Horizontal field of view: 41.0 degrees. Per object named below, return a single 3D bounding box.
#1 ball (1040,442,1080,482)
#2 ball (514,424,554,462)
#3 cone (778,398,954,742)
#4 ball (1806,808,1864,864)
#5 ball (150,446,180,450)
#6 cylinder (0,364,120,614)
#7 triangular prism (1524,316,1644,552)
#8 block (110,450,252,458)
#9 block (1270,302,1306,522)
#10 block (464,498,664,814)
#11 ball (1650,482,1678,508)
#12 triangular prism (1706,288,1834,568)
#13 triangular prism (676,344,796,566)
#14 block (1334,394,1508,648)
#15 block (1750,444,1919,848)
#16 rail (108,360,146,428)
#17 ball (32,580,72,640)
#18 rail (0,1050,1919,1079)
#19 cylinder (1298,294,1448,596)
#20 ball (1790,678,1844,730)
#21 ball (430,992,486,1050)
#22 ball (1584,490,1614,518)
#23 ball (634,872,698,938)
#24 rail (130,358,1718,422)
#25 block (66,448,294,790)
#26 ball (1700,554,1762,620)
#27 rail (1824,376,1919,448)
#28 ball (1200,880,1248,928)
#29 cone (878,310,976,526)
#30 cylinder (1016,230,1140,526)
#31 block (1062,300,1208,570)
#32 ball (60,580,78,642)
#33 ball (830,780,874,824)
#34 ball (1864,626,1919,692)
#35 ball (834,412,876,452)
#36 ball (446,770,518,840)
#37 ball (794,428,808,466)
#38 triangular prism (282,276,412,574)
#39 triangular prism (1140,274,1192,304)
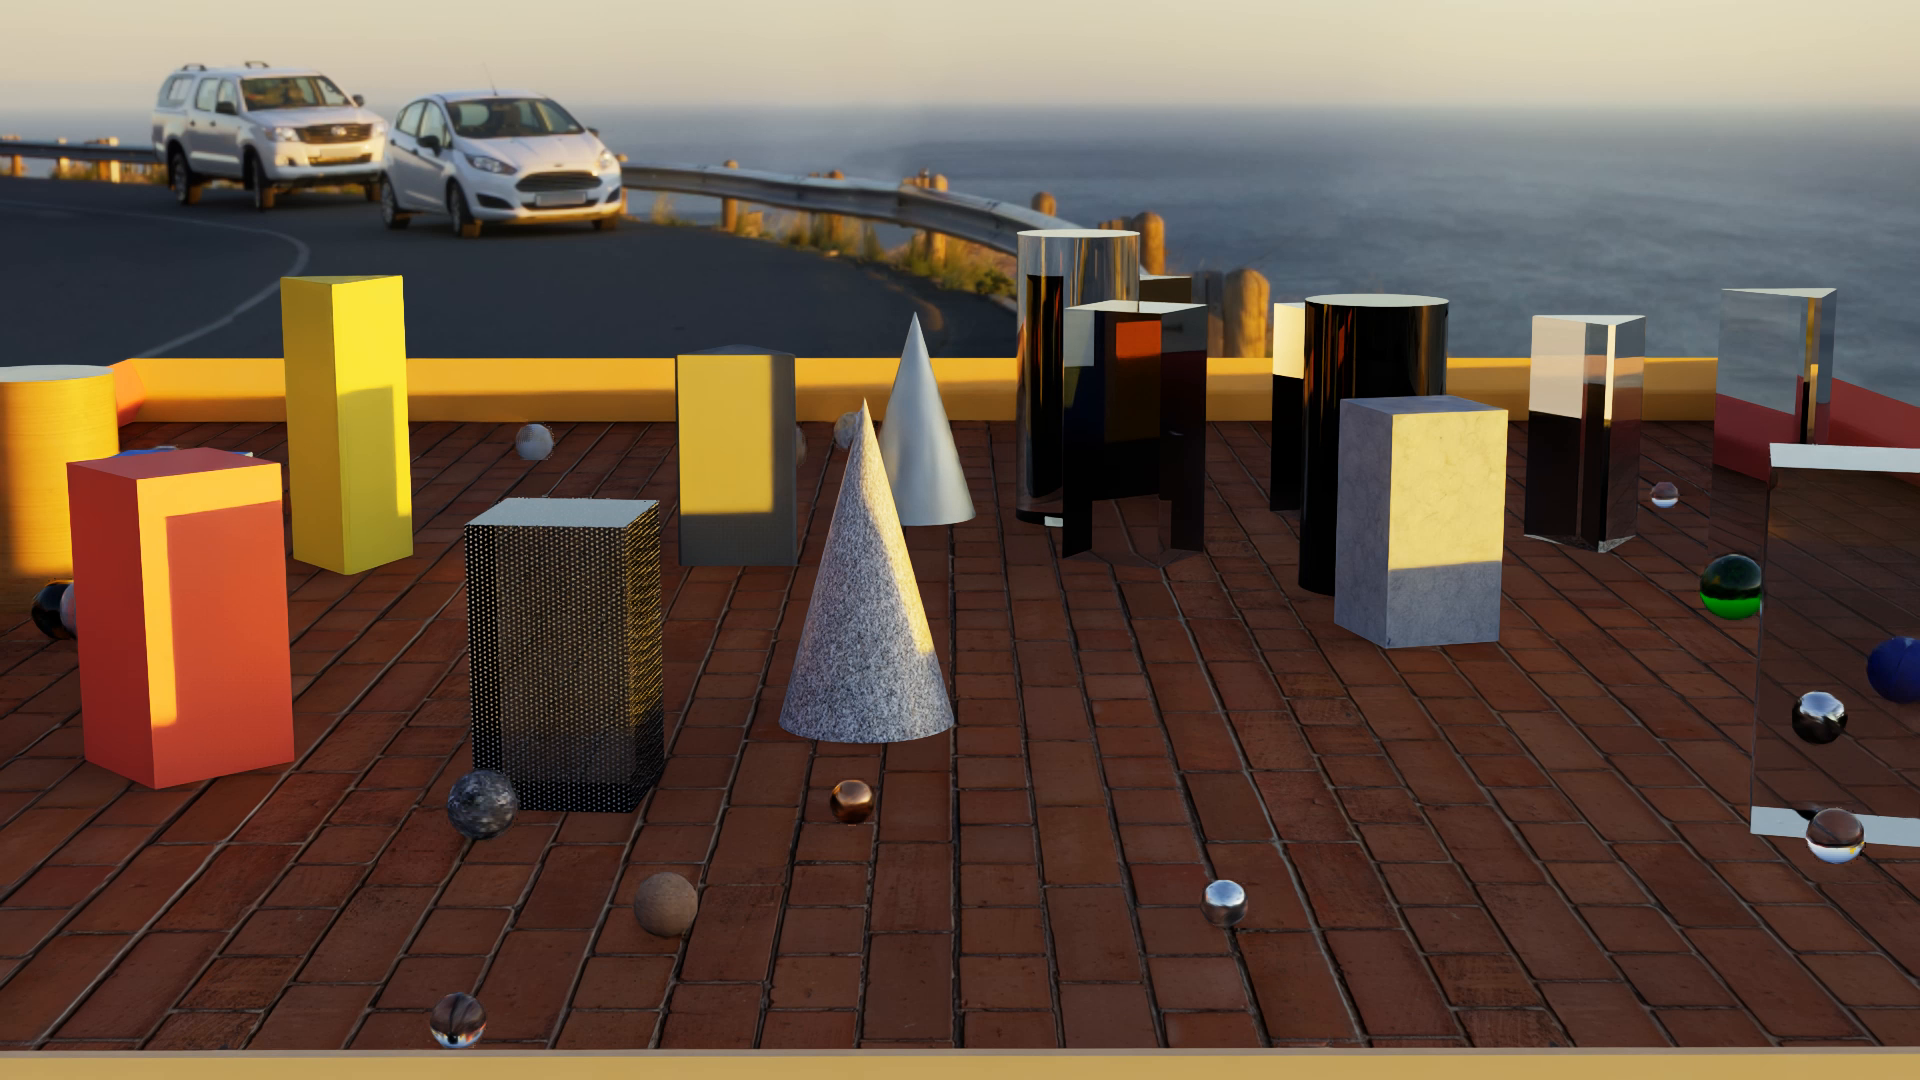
[{"bbox_3d":[0.178,-0.138,4.536,0.071,0.071,0.071,0,10,0],"label":"ball"},{"bbox_3d":[-0.793,-0.181,4.774,0.070,0.070,0.070,0,10,0],"label":"ball"},{"bbox_3d":[-0.105,0.022,2.856,0.198,0.368,0.198,0,10,0],"label":"cone"},{"bbox_3d":[0.809,0.273,2.370,0.051,0.051,0.051,0,10,0],"label":"ball"},{"bbox_3d":[-1.332,-0.109,4.305,0.099,0.099,0.099,0,10,0],"label":"ball"},{"bbox_3d":[-1.253,-0.072,3.515,0.198,0.314,0.198,0,10,0],"label":"cylinder"},{"bbox_3d":[0.950,-0.170,3.958,0.148,0.345,0.171,6,12,30],"label":"triangular prism"},{"bbox_3d":[-0.964,0.029,3.133,0.158,0.254,0.158,1,11,6],"label":"block"},{"bbox_3d":[0.613,-0.208,4.164,0.158,0.344,0.158,-4,11,-19],"label":"block"},{"bbox_3d":[-0.395,0.113,2.589,0.158,0.286,0.158,1,11,5],"label":"block"},{"bbox_3d":[1.172,-0.075,4.268,0.045,0.045,0.045,0,10,0],"label":"ball"},{"bbox_3d":[1.230,-0.167,3.783,0.148,0.401,0.171,-7,13,-34],"label":"triangular prism"},{"bbox_3d":[-0.330,-0.129,3.829,0.171,0.312,0.148,0,10,-2],"label":"triangular prism"},{"bbox_3d":[0.593,-0.027,3.314,0.158,0.298,0.158,-3,11,-16],"label":"block"},{"bbox_3d":[0.857,0.097,2.484,0.158,0.357,0.158,3,11,16],"label":"block"},{"bbox_3d":[-1.679,0.035,3.439,0.045,0.129,3.786,0,10,0],"label":"rail"},{"bbox_3d":[-1.149,0.090,3.291,0.077,0.077,0.077,0,10,0],"label":"ball"},{"bbox_3d":[0.011,0.373,1.611,3.405,0.129,0.045,0,10,0],"label":"rail"},{"bbox_3d":[0.579,-0.135,3.603,0.198,0.404,0.198,0,10,0],"label":"cylinder"},{"bbox_3d":[0.950,0.182,2.842,0.058,0.058,0.058,0,10,0],"label":"ball"},{"bbox_3d":[-0.377,0.361,1.924,0.042,0.042,0.042,0,10,0],"label":"ball"},{"bbox_3d":[1.039,-0.057,4.170,0.046,0.046,0.046,0,10,0],"label":"ball"},{"bbox_3d":[-0.249,0.308,2.170,0.055,0.055,0.055,0,10,0],"label":"ball"},{"bbox_3d":[-0.011,-0.307,5.287,3.405,0.129,0.045,0,10,0],"label":"rail"},{"bbox_3d":[-0.817,0.077,2.694,0.158,0.319,0.158,-10,14,-43],"label":"block"},{"bbox_3d":[1.027,0.063,3.406,0.088,0.088,0.088,0,10,0],"label":"ball"},{"bbox_3d":[1.679,0.031,3.458,0.045,0.129,3.786,0,10,0],"label":"rail"},{"bbox_3d":[0.226,0.311,2.194,0.041,0.041,0.041,0,10,0],"label":"ball"},{"bbox_3d":[-0.073,-0.207,4.177,0.198,0.337,0.198,0,10,0],"label":"cone"},{"bbox_3d":[0.190,-0.265,4.152,0.198,0.461,0.198,0,10,0],"label":"cylinder"},{"bbox_3d":[0.261,-0.161,3.827,0.158,0.374,0.158,6,12,30],"label":"block"},{"bbox_3d":[-1.083,0.088,3.234,0.098,0.098,0.098,0,10,0],"label":"ball"},{"bbox_3d":[-0.105,0.254,2.493,0.044,0.044,0.044,0,10,0],"label":"ball"},{"bbox_3d":[1.105,0.139,3.019,0.078,0.078,0.078,0,10,0],"label":"ball"},{"bbox_3d":[-0.201,-0.206,4.884,0.078,0.078,0.078,0,10,0],"label":"ball"},{"bbox_3d":[-0.455,0.252,2.441,0.066,0.066,0.066,0,10,0],"label":"ball"},{"bbox_3d":[-0.319,-0.170,4.688,0.080,0.080,0.080,0,10,0],"label":"ball"},{"bbox_3d":[-0.884,-0.176,3.786,0.148,0.420,0.171,-9,14,-39],"label":"triangular prism"},{"bbox_3d":[0.288,-0.276,4.473,0.171,0.366,0.148,-7,12,-32],"label":"triangular prism"}]
